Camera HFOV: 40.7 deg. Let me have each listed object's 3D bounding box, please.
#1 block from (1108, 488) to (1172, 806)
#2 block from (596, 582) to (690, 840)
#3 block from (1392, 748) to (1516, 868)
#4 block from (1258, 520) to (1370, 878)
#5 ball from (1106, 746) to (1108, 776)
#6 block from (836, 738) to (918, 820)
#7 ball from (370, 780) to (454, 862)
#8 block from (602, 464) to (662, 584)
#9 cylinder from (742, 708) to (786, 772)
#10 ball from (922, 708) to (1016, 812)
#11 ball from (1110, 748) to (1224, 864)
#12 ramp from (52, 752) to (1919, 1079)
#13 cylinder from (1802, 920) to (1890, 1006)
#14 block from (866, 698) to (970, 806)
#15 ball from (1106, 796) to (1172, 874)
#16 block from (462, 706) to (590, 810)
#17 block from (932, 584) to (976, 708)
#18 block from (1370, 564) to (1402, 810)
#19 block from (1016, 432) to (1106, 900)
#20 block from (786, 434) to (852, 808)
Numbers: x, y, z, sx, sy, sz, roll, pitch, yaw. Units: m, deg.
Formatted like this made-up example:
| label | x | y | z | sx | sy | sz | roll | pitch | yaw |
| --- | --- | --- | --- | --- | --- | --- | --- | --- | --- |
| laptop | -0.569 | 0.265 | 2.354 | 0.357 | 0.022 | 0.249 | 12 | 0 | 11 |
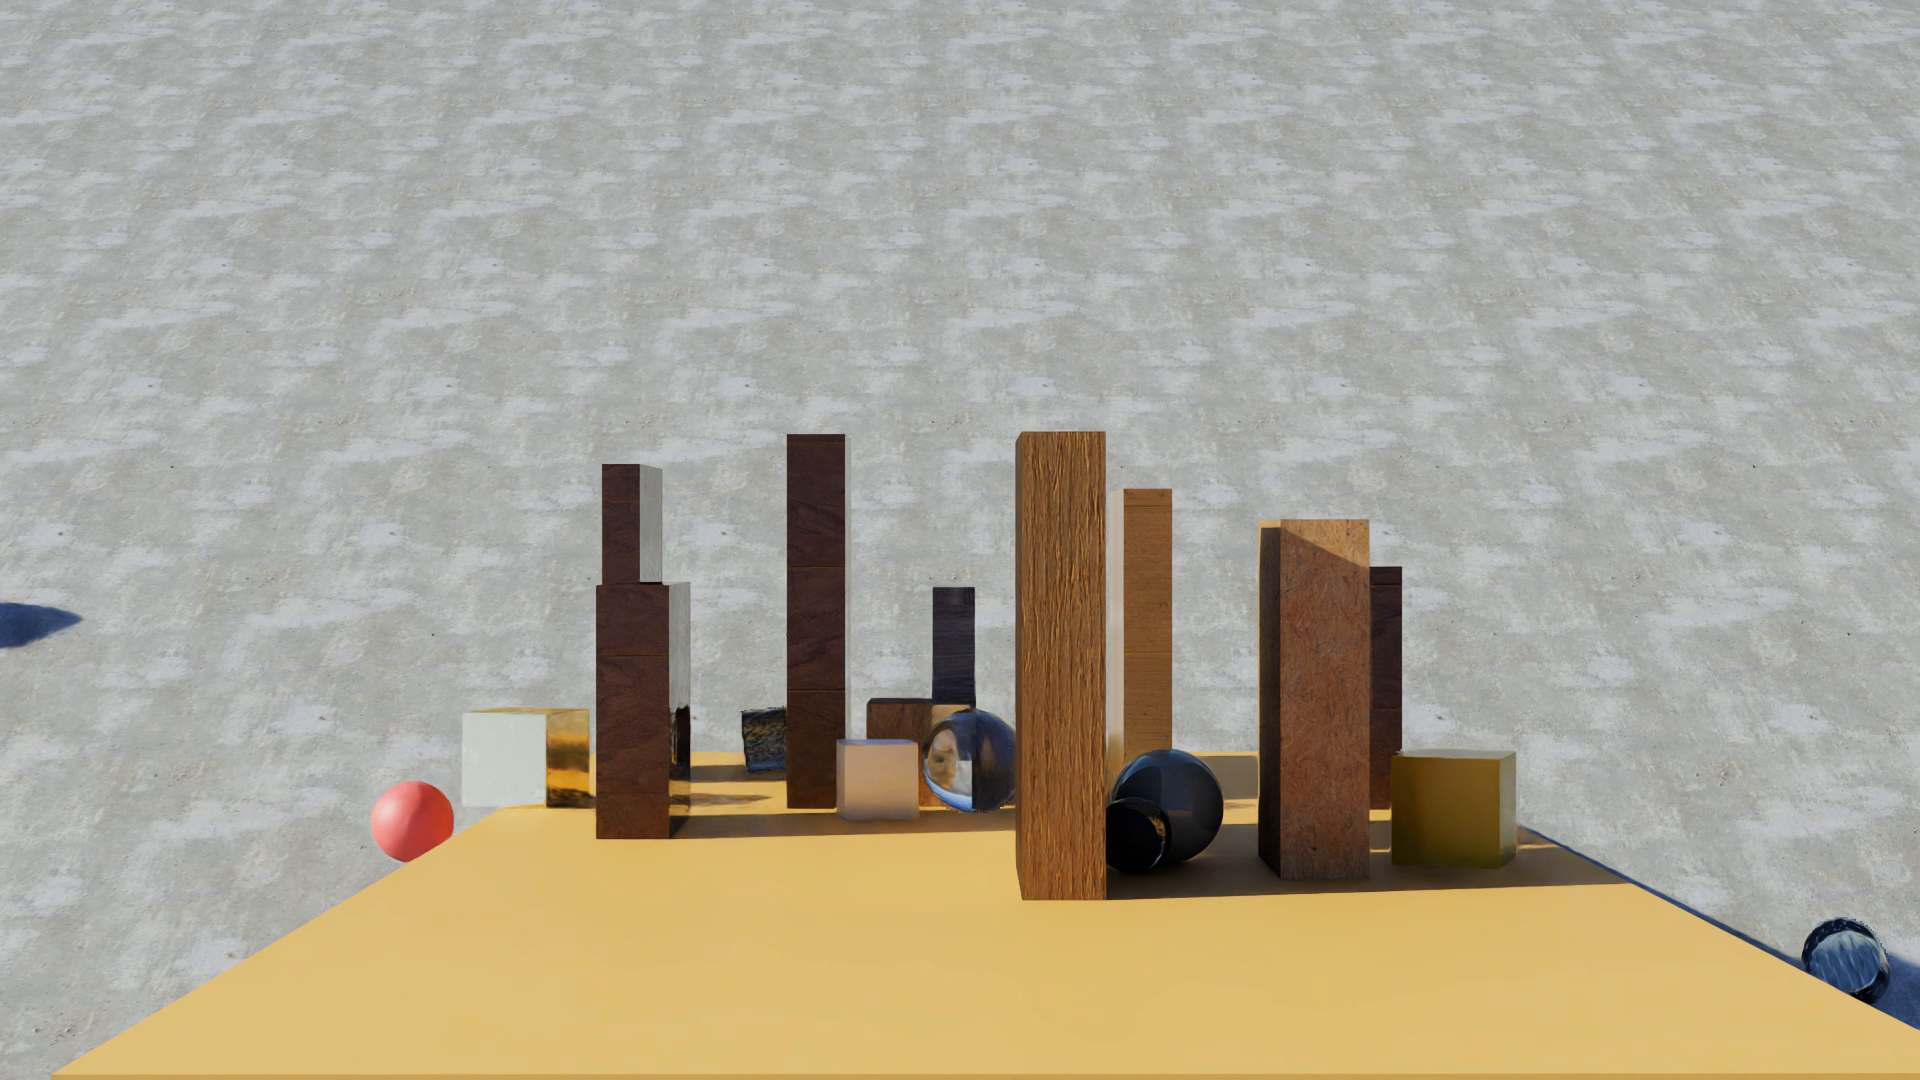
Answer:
| label | x | y | z | sx | sy | sz | roll | pitch | yaw |
| --- | --- | --- | --- | --- | --- | --- | --- | --- | --- |
| block | 0.325 | 0.228 | 4.694 | 0.084 | 0.635 | 0.444 | 0 | 0 | 0 |
| block | -0.597 | 0.314 | 4.904 | 0.133 | 0.464 | 0.377 | 0 | 0 | 0 |
| block | 0.844 | 0.455 | 4.414 | 0.181 | 0.181 | 0.181 | 0 | 0 | 21 |
| block | 0.588 | 0.256 | 4.325 | 0.143 | 0.579 | 0.311 | 0 | 0 | 0 |
| ball | 0.252 | 0.475 | 5.541 | 0.141 | 0.141 | 0.141 | 0 | 30 | 0 |
| block | -0.164 | 0.473 | 5.123 | 0.146 | 0.146 | 0.146 | 0 | 0 | -9 |
| ball | -1.133 | 0.583 | 5.357 | 0.169 | 0.169 | 0.169 | 0 | 30 | 0 |
| block | -0.756 | 0.188 | 5.989 | 0.085 | 0.715 | 0.441 | 0 | 0 | 0 |
| cylinder | -0.433 | 0.466 | 6.060 | 0.141 | 0.141 | 0.141 | -7 | 30 | -2 |
| ball | 0.026 | 0.442 | 5.185 | 0.207 | 0.207 | 0.207 | 0 | 30 | 0 |
| ball | 0.350 | 0.449 | 4.375 | 0.194 | 0.194 | 0.194 | 0 | 30 | 0 |
| ramp | 0.067 | 0.596 | 4.652 | 2.000 | 0.100 | 4.000 | 0 | 0 | 0 |
| cylinder | 1.978 | 0.946 | 5.771 | 0.164 | 0.164 | 0.164 | -11 | 64 | 23 |
| block | -0.085 | 0.440 | 5.396 | 0.210 | 0.210 | 0.210 | 0 | 0 | 1 |
| ball | 0.284 | 0.483 | 4.234 | 0.126 | 0.126 | 0.126 | 0 | 30 | 0 |
| block | -0.898 | 0.450 | 5.364 | 0.192 | 0.192 | 0.192 | 0 | 0 | 19 |
| block | -0.013 | 0.322 | 5.722 | 0.090 | 0.445 | 0.442 | 0 | 0 | 0 |
| block | 0.844 | 0.299 | 5.358 | 0.098 | 0.492 | 0.264 | 0 | 0 | 0 |
| block | 0.157 | 0.191 | 4.144 | 0.127 | 0.711 | 0.447 | 0 | 0 | 0 |
| block | -0.292 | 0.165 | 5.401 | 0.119 | 0.761 | 0.300 | 0 | 0 | 0 |
